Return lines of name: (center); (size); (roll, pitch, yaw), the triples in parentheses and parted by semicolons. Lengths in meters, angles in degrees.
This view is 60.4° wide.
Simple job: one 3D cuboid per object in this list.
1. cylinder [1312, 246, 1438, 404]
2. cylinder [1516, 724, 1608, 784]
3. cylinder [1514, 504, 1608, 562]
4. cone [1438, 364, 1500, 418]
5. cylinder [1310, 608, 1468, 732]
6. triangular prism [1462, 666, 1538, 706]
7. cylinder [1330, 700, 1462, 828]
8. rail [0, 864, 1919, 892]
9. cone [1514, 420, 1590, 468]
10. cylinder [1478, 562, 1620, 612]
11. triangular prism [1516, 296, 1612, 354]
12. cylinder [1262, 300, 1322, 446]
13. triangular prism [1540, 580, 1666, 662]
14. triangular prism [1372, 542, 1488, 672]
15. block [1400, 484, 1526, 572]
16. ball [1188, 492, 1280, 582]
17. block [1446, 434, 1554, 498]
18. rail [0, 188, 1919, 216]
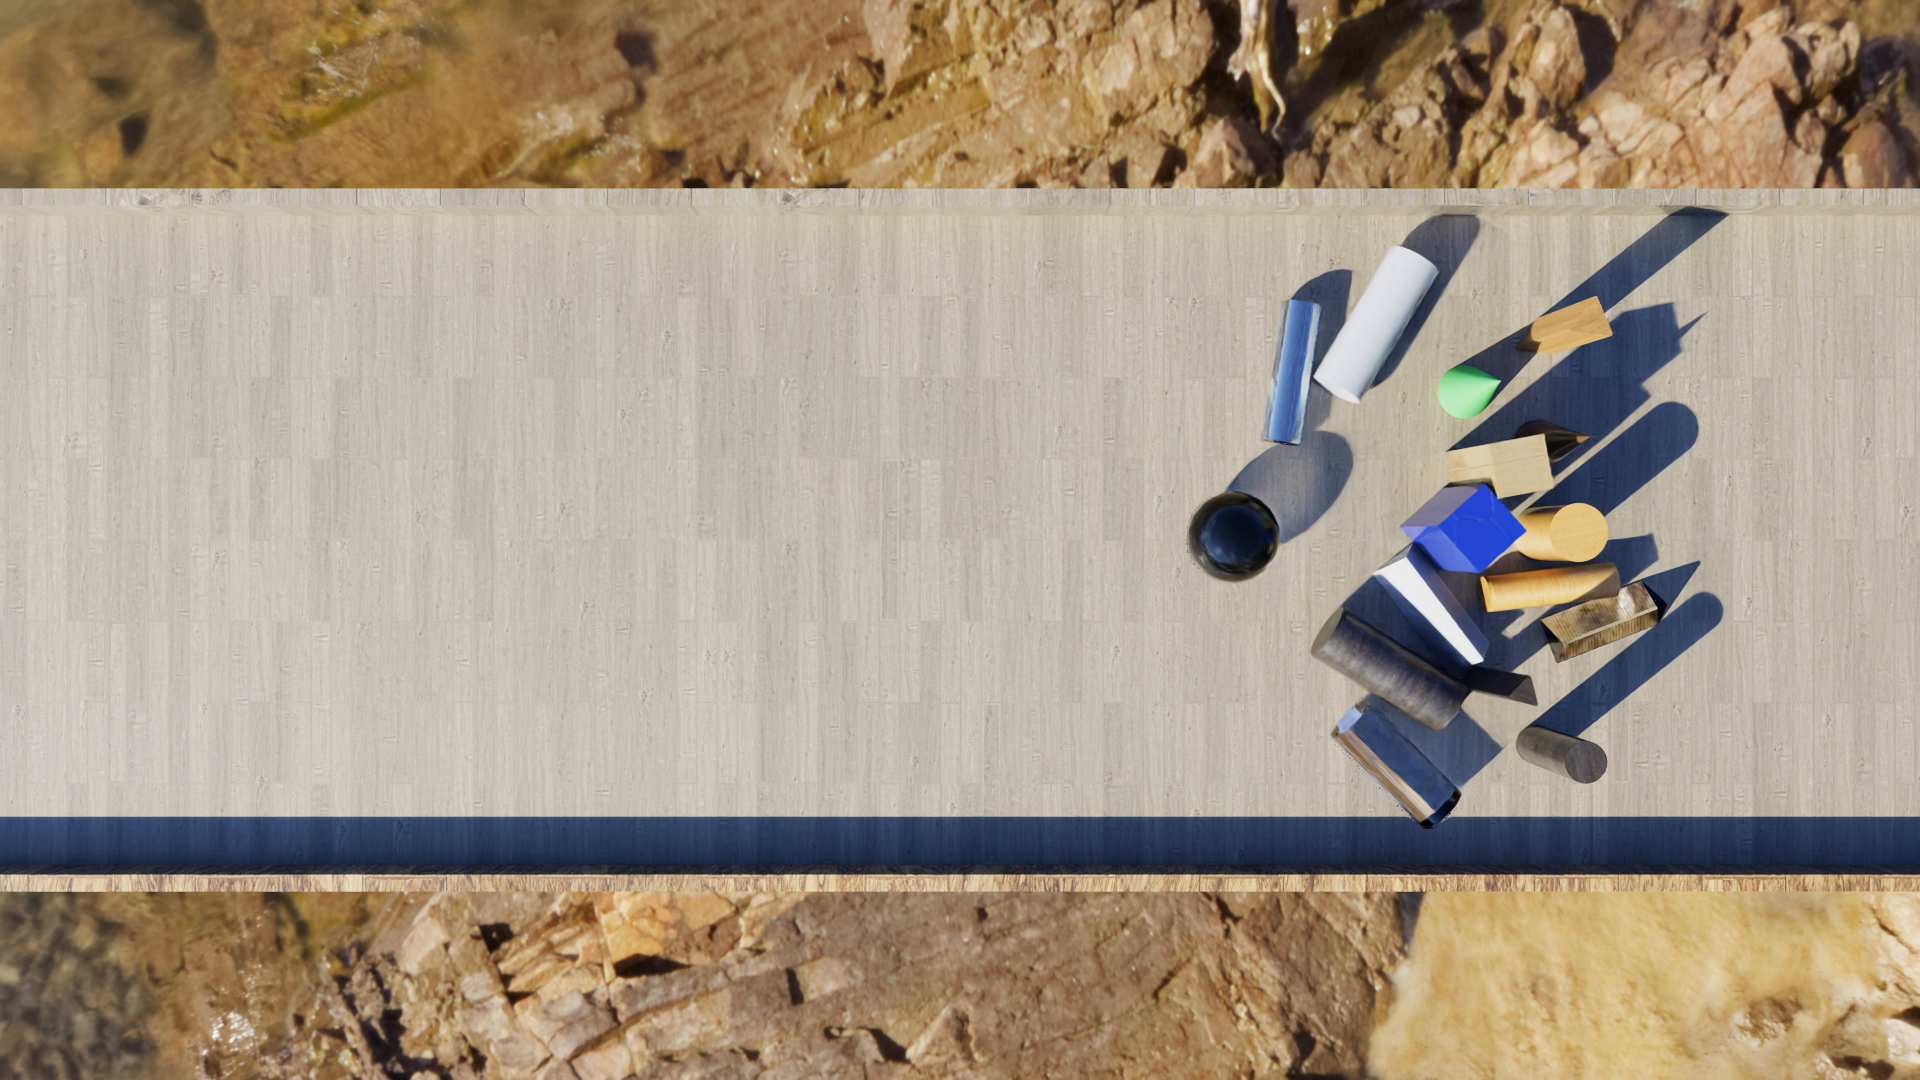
cylinder: (1.258, -0.650, 4.995); (0.163, 0.163, 0.458); (31, 90, 0)
cylinder: (1.771, 0.629, 4.871); (0.121, 0.411, 0.121); (0, 90, 0)
cylinder: (1.784, -0.022, 4.916); (0.170, 0.322, 0.170); (0, 90, 0)
cone: (1.554, -0.457, 4.907); (0.166, 0.339, 0.166); (0, 90, 0)
cylinder: (1.297, 0.391, 4.991); (0.440, 0.172, 0.172); (32, 90, 0)
triangular prism: (1.590, 0.423, 4.870); (0.088, 0.410, 0.076); (16, 88, -3)
cylinder: (1.320, 0.679, 4.998); (0.390, 0.158, 0.158); (45, 90, 0)
rail: (-2.247, 1.025, 5.001); (12.000, 0.150, 0.050); (0, 90, 0)
cone: (1.780, -0.292, 4.867); (0.159, 0.419, 0.159); (0, 90, 0)
cylinder: (1.792, 0.143, 5.021); (0.394, 0.110, 0.110); (-7, 90, 0)
triangular prism: (1.776, -0.633, 4.850); (0.119, 0.454, 0.103); (7, 90, 0)
cylinder: (1.008, -0.507, 5.018); (0.117, 0.117, 0.427); (9, 90, 0)
triangular prism: (1.965, 0.251, 5.011); (0.334, 0.124, 0.143); (-21, 90, 0)
triangular prism: (1.448, 0.208, 5.006); (0.154, 0.134, 0.386); (-37, 90, 0)
block: (1.477, -0.033, 4.868); (0.178, 0.416, 0.178); (-42, 90, 0)
ball: (0.819, -0.008, 4.940); (0.273, 0.273, 0.273); (0, 90, 0)
block: (1.583, -0.208, 4.859); (0.156, 0.434, 0.156); (-11, 90, 0)
rail: (-2.247, -1.025, 5.002); (12.000, 0.150, 0.050); (0, 90, 0)
